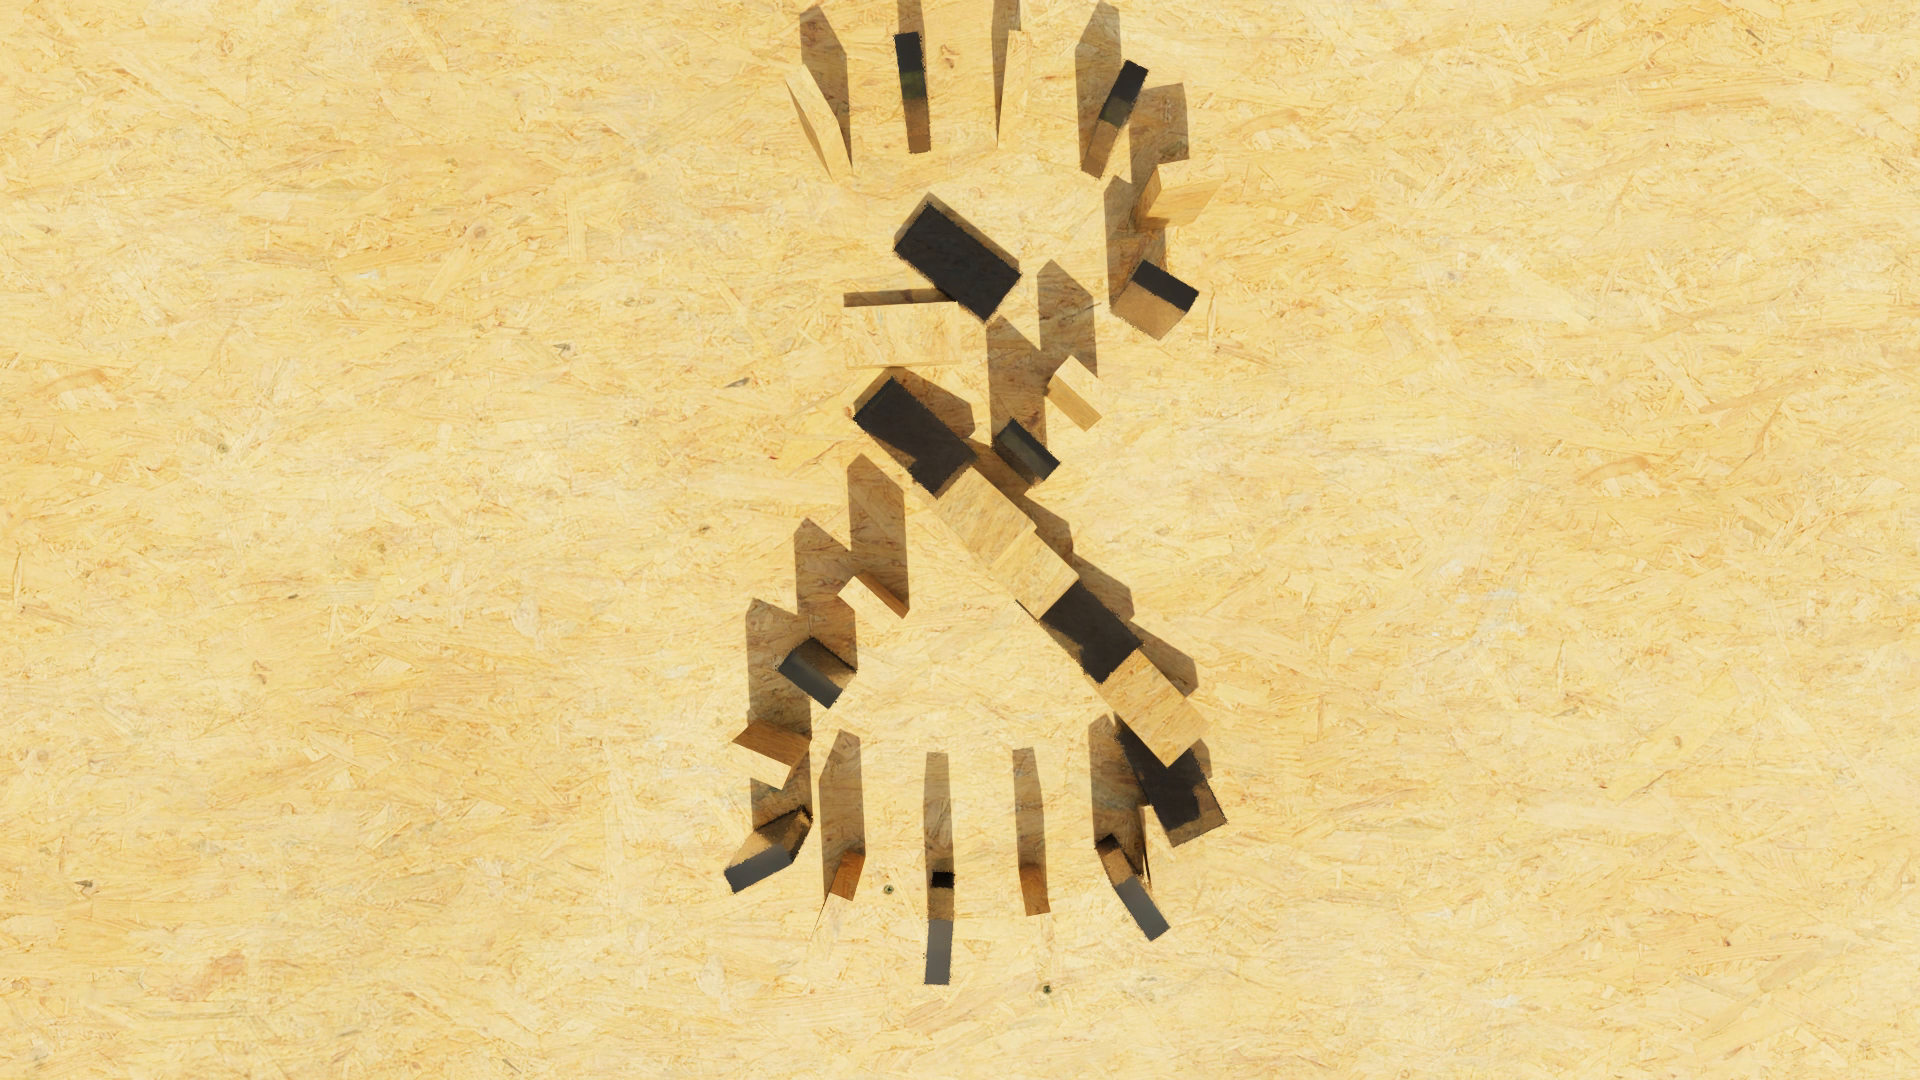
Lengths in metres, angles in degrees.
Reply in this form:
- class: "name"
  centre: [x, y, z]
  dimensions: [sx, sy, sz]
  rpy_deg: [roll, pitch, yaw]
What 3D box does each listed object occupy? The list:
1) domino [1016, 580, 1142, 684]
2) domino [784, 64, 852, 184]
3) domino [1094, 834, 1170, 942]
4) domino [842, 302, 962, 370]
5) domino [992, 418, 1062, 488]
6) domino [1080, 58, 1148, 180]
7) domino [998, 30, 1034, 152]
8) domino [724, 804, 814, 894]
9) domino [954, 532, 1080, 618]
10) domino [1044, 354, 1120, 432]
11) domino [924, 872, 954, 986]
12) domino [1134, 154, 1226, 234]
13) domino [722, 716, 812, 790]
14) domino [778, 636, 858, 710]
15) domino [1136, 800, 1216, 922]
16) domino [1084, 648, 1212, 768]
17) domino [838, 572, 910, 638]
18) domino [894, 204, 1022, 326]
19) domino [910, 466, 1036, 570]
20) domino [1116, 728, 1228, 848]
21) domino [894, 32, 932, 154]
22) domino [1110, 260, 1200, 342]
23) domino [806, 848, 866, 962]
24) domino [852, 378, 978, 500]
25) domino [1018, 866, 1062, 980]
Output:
- class: "domino"
  centre: [0.050, 0.035, 0.390]
  dimensions: [0.025, 0.010, 0.050]
  rpy_deg: [-45, 76, 0]
- class: "domino"
  centre: [-0.057, -0.169, 0.375]
  dimensions: [0.009, 0.050, 0.025]
  rpy_deg: [-30, 90, 0]
- class: "domino"
  centre: [0.070, 0.141, 0.375]
  dimensions: [0.009, 0.050, 0.025]
  rpy_deg: [-35, 90, 0]
- class: "domino"
  centre: [-0.025, -0.088, 0.395]
  dimensions: [0.050, 0.010, 0.025]
  rpy_deg: [-3, 90, 0]
- class: "domino"
  centre: [0.026, -0.034, 0.375]
  dimensions: [0.025, 0.050, 0.010]
  rpy_deg: [43, 90, 0]
- class: "domino"
  centre: [0.062, -0.171, 0.375]
  dimensions: [0.010, 0.050, 0.025]
  rpy_deg: [26, 90, 0]
- class: "domino"
  centre: [0.022, -0.182, 0.375]
  dimensions: [0.010, 0.050, 0.025]
  rpy_deg: [6, 90, 0]
- class: "domino"
  centre: [-0.077, 0.125, 0.375]
  dimensions: [0.025, 0.050, 0.009]
  rpy_deg: [-27, 90, 0]
- class: "domino"
  centre: [0.024, 0.007, 0.389]
  dimensions: [0.025, 0.010, 0.050]
  rpy_deg: [-45, 76, 0]
- class: "domino"
  centre: [0.049, -0.059, 0.375]
  dimensions: [0.025, 0.050, 0.010]
  rpy_deg: [42, 90, 0]
- class: "domino"
  centre: [-0.008, 0.158, 0.375]
  dimensions: [0.010, 0.050, 0.025]
  rpy_deg: [4, 90, 0]
- class: "domino"
  centre: [0.089, -0.141, 0.375]
  dimensions: [0.025, 0.050, 0.009]
  rpy_deg: [-10, 90, 0]
- class: "domino"
  centre: [-0.078, 0.086, 0.375]
  dimensions: [0.025, 0.050, 0.010]
  rpy_deg: [23, 90, 0]
- class: "domino"
  centre: [-0.057, 0.054, 0.375]
  dimensions: [0.025, 0.050, 0.010]
  rpy_deg: [38, 90, 0]
- class: "domino"
  centre: [0.093, 0.137, 0.395]
  dimensions: [0.025, 0.010, 0.050]
  rpy_deg: [-9, 90, 0]
- class: "domino"
  centre: [0.079, 0.068, 0.388]
  dimensions: [0.025, 0.010, 0.050]
  rpy_deg: [-42, 73, -1]
- class: "domino"
  centre: [-0.034, 0.026, 0.375]
  dimensions: [0.025, 0.050, 0.010]
  rpy_deg: [42, 90, 0]
- class: "domino"
  centre: [-0.001, -0.118, 0.395]
  dimensions: [0.050, 0.010, 0.025]
  rpy_deg: [38, 90, 0]
- class: "domino"
  centre: [0.005, -0.013, 0.386]
  dimensions: [0.025, 0.009, 0.050]
  rpy_deg: [-46, 69, 0]
- class: "domino"
  centre: [0.089, 0.101, 0.388]
  dimensions: [0.025, 0.009, 0.050]
  rpy_deg: [-25, 73, 0]
- class: "domino"
  centre: [-0.019, -0.181, 0.375]
  dimensions: [0.009, 0.050, 0.025]
  rpy_deg: [-8, 90, 0]
- class: "domino"
  centre: [0.079, -0.097, 0.375]
  dimensions: [0.025, 0.050, 0.010]
  rpy_deg: [30, 90, 0]
- class: "domino"
  centre: [-0.050, 0.148, 0.375]
  dimensions: [0.009, 0.050, 0.025]
  rpy_deg: [22, 90, 0]
- class: "domino"
  centre: [-0.019, -0.043, 0.389]
  dimensions: [0.050, 0.009, 0.025]
  rpy_deg: [44, 90, 16]
- class: "domino"
  centre: [0.032, 0.155, 0.375]
  dimensions: [0.009, 0.050, 0.025]
  rpy_deg: [-10, 90, 0]
